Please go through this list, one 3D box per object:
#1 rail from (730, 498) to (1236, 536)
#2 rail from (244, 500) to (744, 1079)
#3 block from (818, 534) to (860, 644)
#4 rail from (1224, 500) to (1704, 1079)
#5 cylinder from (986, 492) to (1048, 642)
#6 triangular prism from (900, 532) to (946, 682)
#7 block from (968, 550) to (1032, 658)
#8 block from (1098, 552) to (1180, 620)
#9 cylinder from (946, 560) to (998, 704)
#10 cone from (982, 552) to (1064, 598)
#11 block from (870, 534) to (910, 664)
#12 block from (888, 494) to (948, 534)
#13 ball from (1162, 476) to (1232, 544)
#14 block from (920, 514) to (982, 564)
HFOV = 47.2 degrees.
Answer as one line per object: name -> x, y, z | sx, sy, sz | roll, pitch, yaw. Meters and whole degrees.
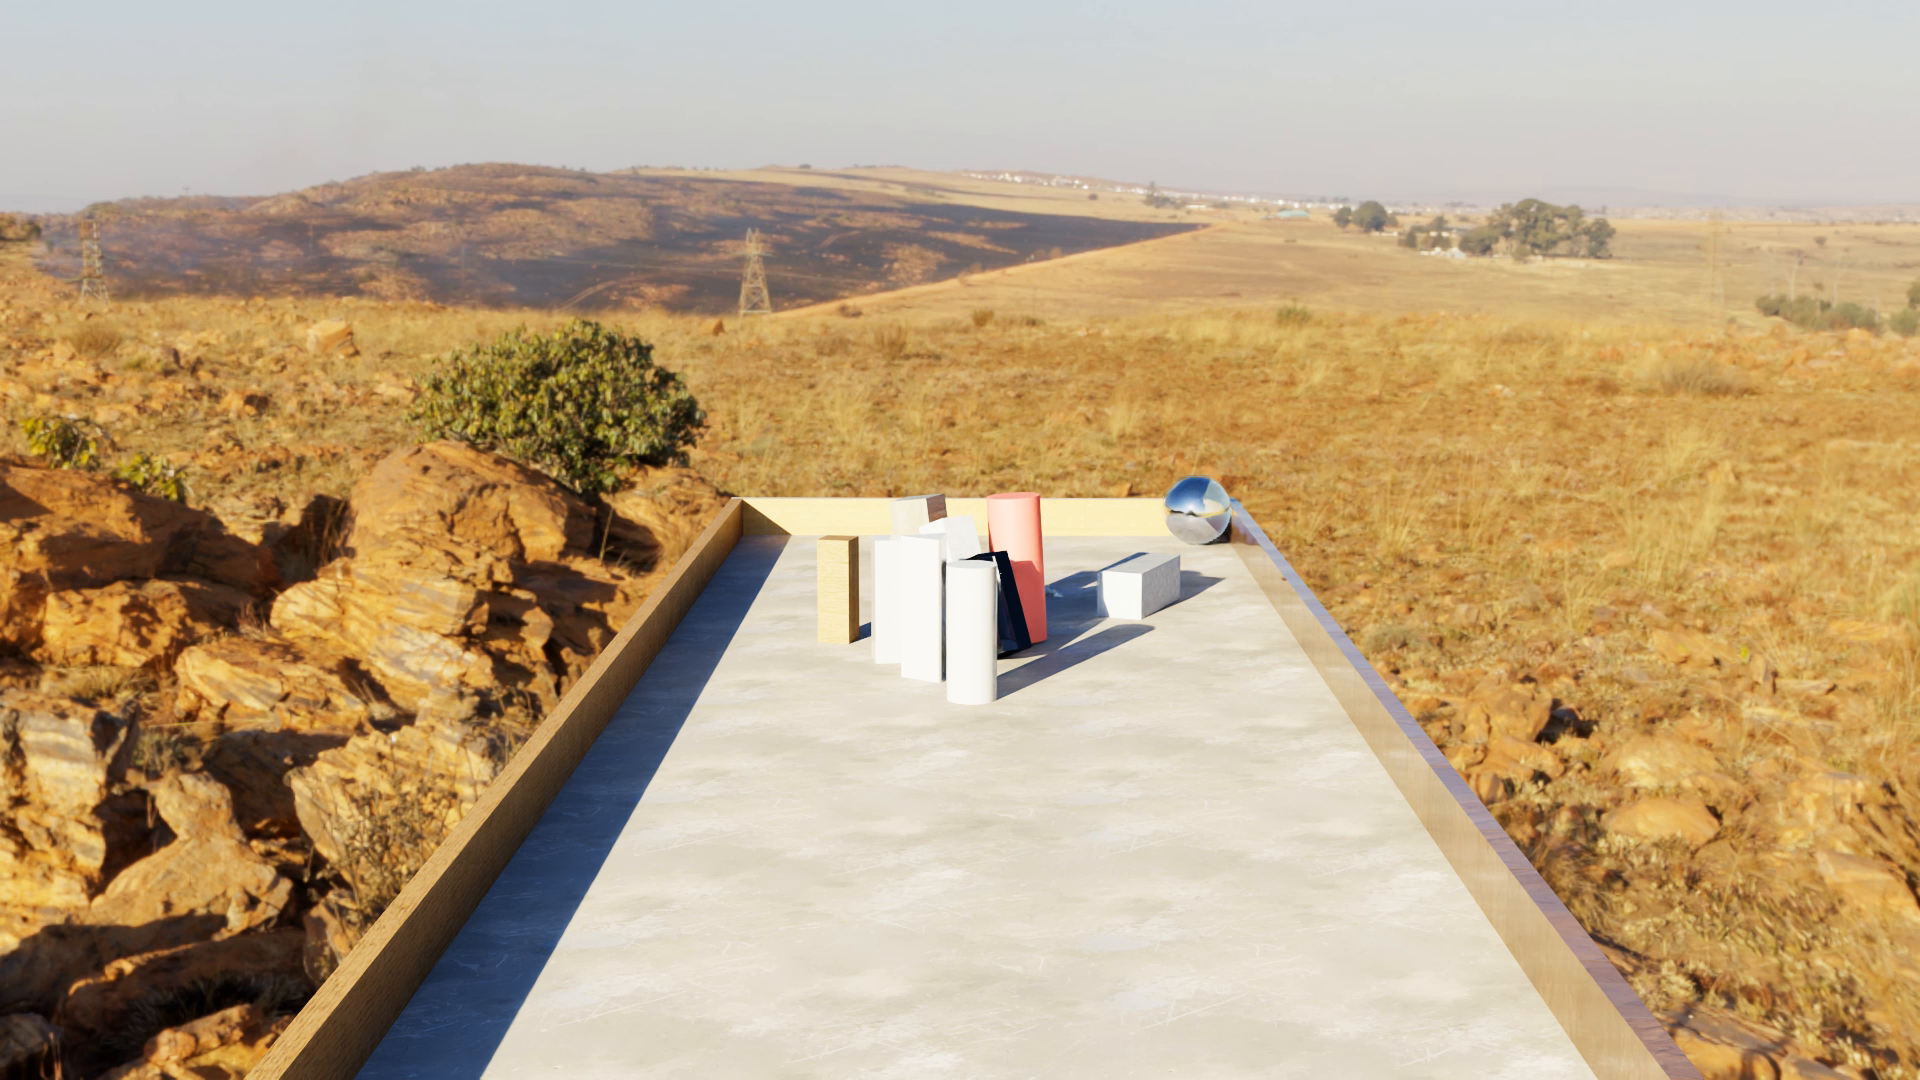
rail -> 0.099, -0.098, 9.147 | 2.100, 0.150, 0.050 | 0, 9, 1
rail -> -1.004, 0.839, 3.234 | 0.050, 0.150, 12.000 | 0, 9, 1
block -> -0.385, 0.156, 6.973 | 0.103, 0.329, 0.103 | 3, 9, 16
rail -> 1.046, 0.843, 3.208 | 0.050, 0.150, 12.000 | 0, 9, 1
cylinder -> 0.180, 0.088, 6.959 | 0.170, 0.459, 0.170 | -3, 8, 0
triangular prism -> -0.079, 0.193, 6.451 | 0.143, 0.419, 0.124 | 7, 11, 36
block -> 0.104, 0.199, 6.704 | 0.115, 0.307, 0.115 | -7, -12, -38
block -> 0.616, 0.154, 7.543 | 0.155, 0.155, 0.428 | 4, 10, 23
cylinder -> 0.033, 0.257, 6.160 | 0.142, 0.383, 0.142 | 0, 9, 0
cone -> 0.218, 0.154, 7.829 | 0.383, 0.131, 0.131 | 18, 17, 32
block -> -0.206, 0.178, 6.686 | 0.116, 0.376, 0.116 | -1, 9, -8
block -> -0.108, 0.088, 6.971 | 0.132, 0.450, 0.132 | -4, 6, 27
ball -> 0.957, -0.119, 8.874 | 0.277, 0.277, 0.277 | 0, 9, 0
block -> 0.000, 0.136, 6.810 | 0.123, 0.402, 0.123 | -7, -8, -39
